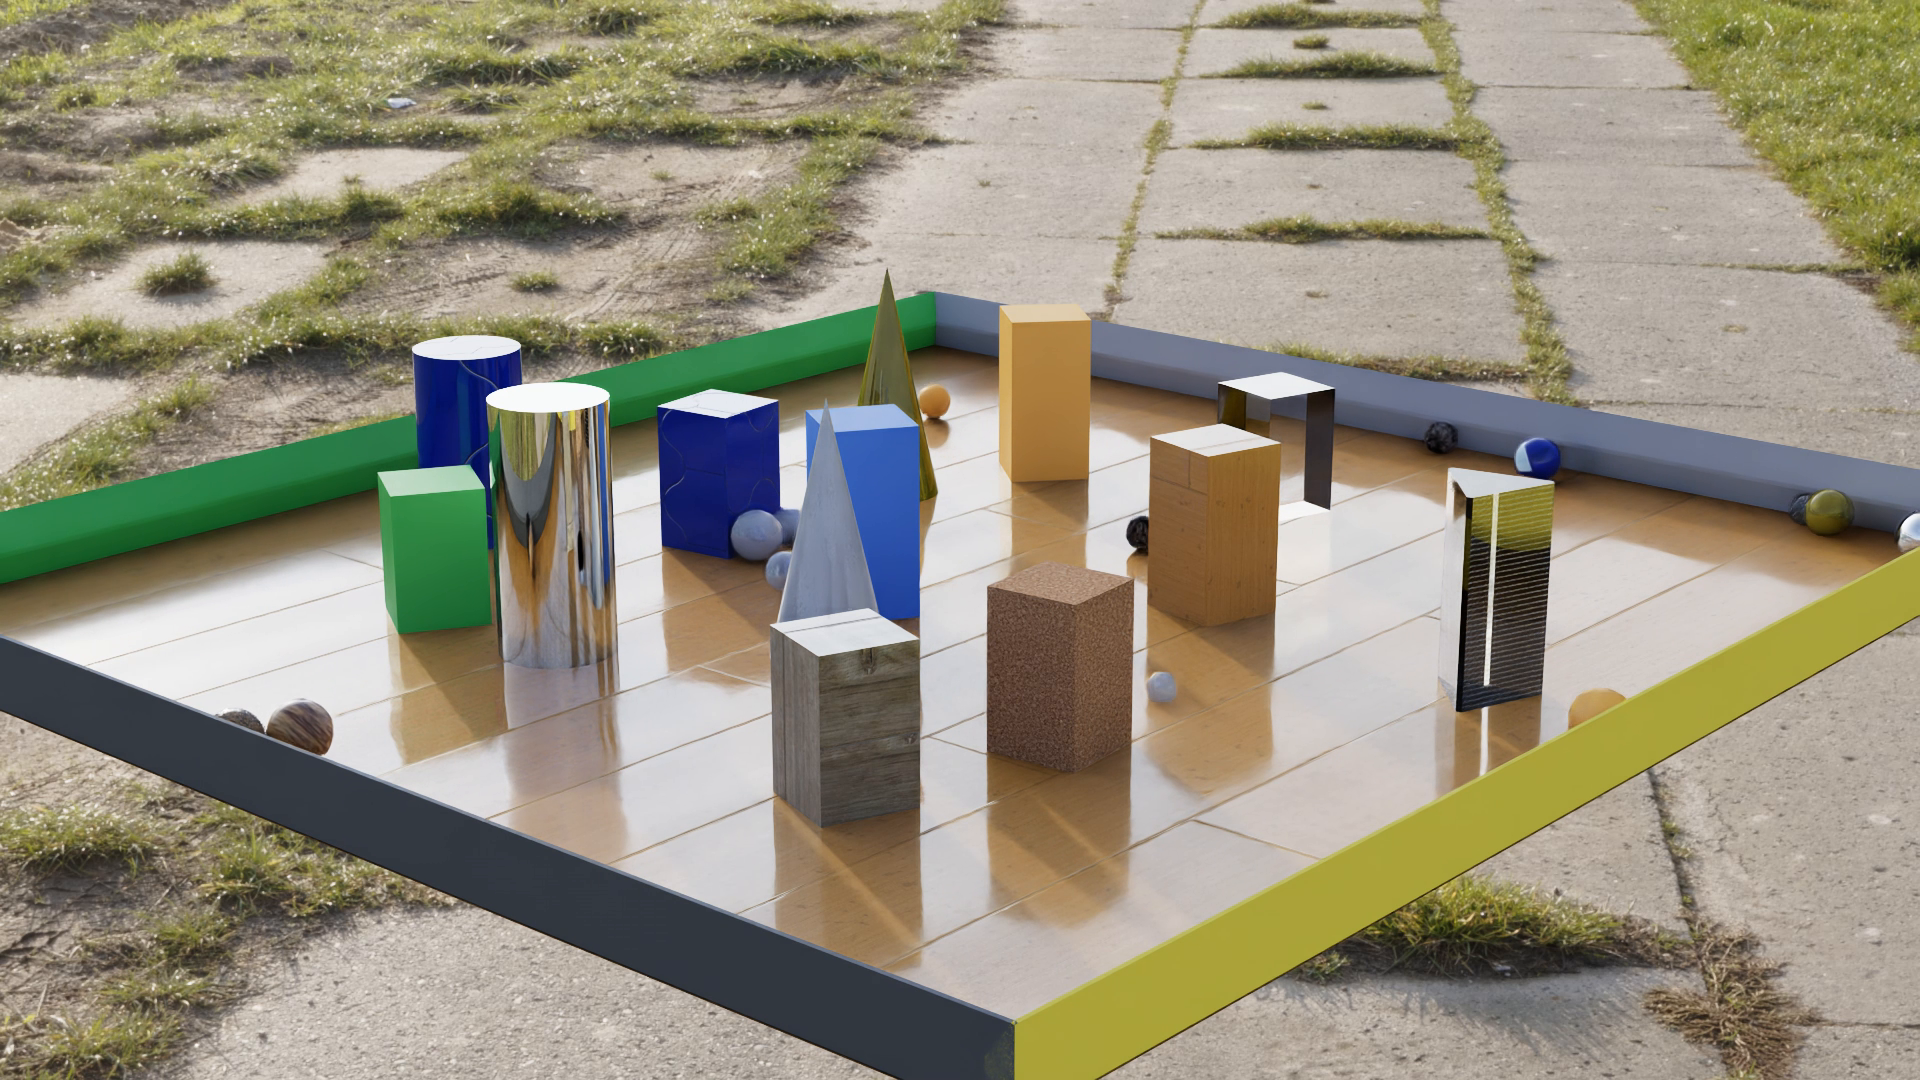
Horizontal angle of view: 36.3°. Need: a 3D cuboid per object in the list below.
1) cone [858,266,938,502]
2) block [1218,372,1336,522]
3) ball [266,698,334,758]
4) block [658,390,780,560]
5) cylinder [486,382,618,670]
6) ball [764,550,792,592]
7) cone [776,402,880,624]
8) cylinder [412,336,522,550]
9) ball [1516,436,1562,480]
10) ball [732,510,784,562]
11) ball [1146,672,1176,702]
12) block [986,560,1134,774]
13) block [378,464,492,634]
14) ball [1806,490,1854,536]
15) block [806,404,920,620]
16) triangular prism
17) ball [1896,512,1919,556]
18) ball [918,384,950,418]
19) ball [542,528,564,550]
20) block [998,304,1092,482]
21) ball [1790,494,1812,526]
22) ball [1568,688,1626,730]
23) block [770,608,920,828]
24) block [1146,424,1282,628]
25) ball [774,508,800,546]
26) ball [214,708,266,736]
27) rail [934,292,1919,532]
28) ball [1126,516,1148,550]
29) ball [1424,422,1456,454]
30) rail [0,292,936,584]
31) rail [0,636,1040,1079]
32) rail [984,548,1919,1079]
[{"bbox_3d":[-0.140,-0.312,5.706,0.197,0.450,0.197,0,17,0],"label":"cone"},{"bbox_3d":[0.603,-0.179,5.624,0.158,0.242,0.158,-11,20,-32],"label":"block"},{"bbox_3d":[-0.976,0.283,4.340,0.098,0.098,0.098,0,17,0],"label":"ball"},{"bbox_3d":[-0.442,-0.123,5.401,0.158,0.265,0.158,11,20,32],"label":"block"},{"bbox_3d":[-0.664,-0.025,4.789,0.197,0.430,0.197,0,17,0],"label":"cylinder"},{"bbox_3d":[-0.307,0.055,5.146,0.071,0.071,0.071,0,17,0],"label":"ball"},{"bbox_3d":[-0.215,-0.020,4.763,0.197,0.435,0.197,0,17,0],"label":"cone"},{"bbox_3d":[-0.905,-0.181,5.429,0.197,0.360,0.197,0,17,0],"label":"cylinder"},{"bbox_3d":[1.150,-0.160,5.829,0.089,0.089,0.089,0,17,0],"label":"ball"},{"bbox_3d":[-0.368,-0.008,5.316,0.094,0.094,0.094,0,17,0],"label":"ball"},{"bbox_3d":[0.317,0.230,4.604,0.048,0.048,0.048,0,17,0],"label":"ball"},{"bbox_3d":[0.150,0.187,4.379,0.158,0.261,0.158,12,20,34],"label":"block"},{"bbox_3d":[-0.894,0.014,4.989,0.158,0.240,0.158,-5,18,-18],"label":"block"},{"bbox_3d":[1.623,-0.051,5.469,0.088,0.088,0.088,0,17,0],"label":"ball"},{"bbox_3d":[-0.166,-0.045,5.017,0.158,0.337,0.158,-5,17,-16],"label":"block"},{"bbox_3d":[0.811,0.071,4.615,0.171,0.347,0.148,-10,19,-29],"label":"triangular prism"},{"bbox_3d":[1.744,-0.005,5.310,0.092,0.092,0.092,0,17,0],"label":"ball"},{"bbox_3d":[-0.056,-0.299,6.319,0.072,0.072,0.072,0,17,0],"label":"ball"},{"bbox_3d":[-0.749,-0.001,5.386,0.040,0.040,0.040,0,17,0],"label":"ball"},{"bbox_3d":[0.168,-0.296,5.873,0.158,0.324,0.158,-2,17,-8],"label":"block"},{"bbox_3d":[1.599,-0.057,5.539,0.059,0.059,0.059,0,17,0],"label":"ball"},{"bbox_3d":[0.959,0.269,4.388,0.098,0.098,0.098,0,17,0],"label":"ball"},{"bbox_3d":[-0.164,0.251,4.178,0.158,0.254,0.158,-9,19,-27],"label":"block"},{"bbox_3d":[0.434,-0.027,5.020,0.158,0.300,0.158,-11,20,-32],"label":"block"},{"bbox_3d":[-0.317,-0.025,5.412,0.071,0.071,0.071,0,17,0],"label":"ball"},{"bbox_3d":[-1.069,0.294,4.314,0.094,0.094,0.094,0,17,0],"label":"ball"},{"bbox_3d":[0.923,-0.275,6.137,2.645,0.128,0.045,14,22,39],"label":"rail"},{"bbox_3d":[0.337,-0.012,5.382,0.064,0.064,0.064,0,17,0],"label":"ball"},{"bbox_3d":[0.989,-0.211,6.037,0.066,0.066,0.066,0,17,0],"label":"ball"},{"bbox_3d":[-0.981,-0.214,5.935,0.045,0.128,2.862,14,22,39],"label":"rail"},{"bbox_3d":[-0.923,0.339,4.103,2.645,0.128,0.045,14,22,39],"label":"rail"},{"bbox_3d":[0.981,0.278,4.305,0.045,0.128,2.862,14,22,39],"label":"rail"}]
